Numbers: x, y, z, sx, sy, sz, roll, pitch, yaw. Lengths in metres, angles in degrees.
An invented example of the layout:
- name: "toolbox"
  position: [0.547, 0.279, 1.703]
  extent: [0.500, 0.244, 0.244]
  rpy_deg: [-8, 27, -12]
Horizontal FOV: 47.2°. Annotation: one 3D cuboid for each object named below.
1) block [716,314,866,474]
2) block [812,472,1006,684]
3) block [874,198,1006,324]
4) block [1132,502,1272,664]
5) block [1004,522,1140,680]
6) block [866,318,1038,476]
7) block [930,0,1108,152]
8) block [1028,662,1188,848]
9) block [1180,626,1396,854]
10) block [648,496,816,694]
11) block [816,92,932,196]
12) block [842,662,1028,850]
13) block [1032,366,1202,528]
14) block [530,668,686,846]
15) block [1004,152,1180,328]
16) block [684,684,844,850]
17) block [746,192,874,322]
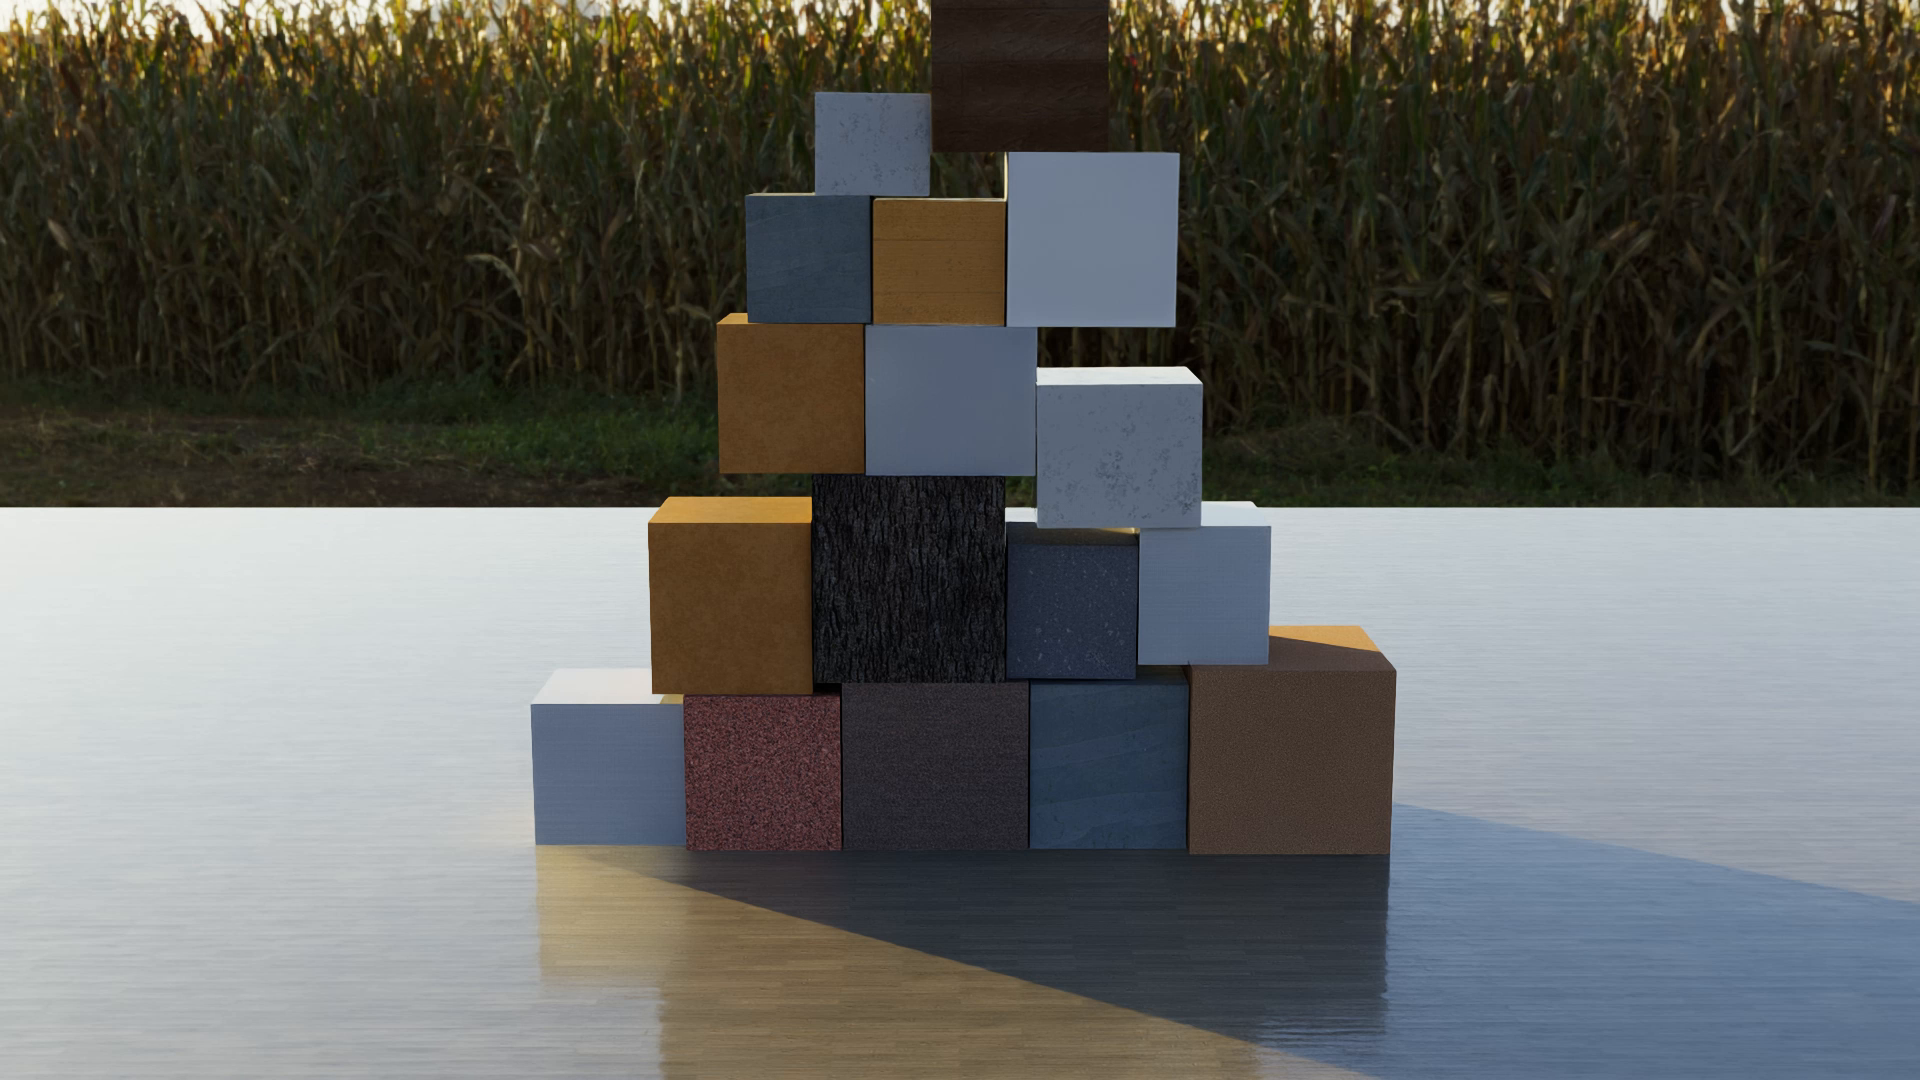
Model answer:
- name: "block"
  position: [-0.825, -0.748, 11.060]
  extent: [0.711, 0.732, 0.676]
  rpy_deg: [0, 10, 0]
- name: "block"
  position: [-0.250, 0.118, 11.217]
  extent: [0.942, 1.028, 0.923]
  rpy_deg: [0, 10, 0]
- name: "block"
  position: [-0.101, -1.391, 10.918]
  extent: [0.637, 0.594, 0.571]
  rpy_deg: [0, 10, 0]
- name: "block"
  position: [1.206, 0.209, 11.211]
  extent: [0.646, 0.699, 0.733]
  rpy_deg: [0, 10, 0]
- name: "block"
  position: [0.557, 0.299, 11.217]
  extent: [0.644, 0.677, 0.661]
  rpy_deg: [1, 10, 0]
- name: "block"
  position: [-0.043, -0.746, 11.061]
  extent: [0.829, 0.725, 0.838]
  rpy_deg: [0, 10, 0]
- name: "block"
  position: [0.284, -2.350, 10.755]
  extent: [0.838, 0.885, 0.747]
  rpy_deg: [-1, 10, 0]
- name: "block"
  position: [0.741, 1.057, 11.390]
  extent: [0.785, 0.844, 0.860]
  rpy_deg: [0, 10, 0]
- name: "block"
  position: [1.643, 1.012, 11.373]
  extent: [0.999, 0.939, 1.021]
  rpy_deg: [0, 10, 0]
- name: "block"
  position: [-1.131, 0.270, 11.238]
  extent: [0.799, 0.866, 0.791]
  rpy_deg: [0, 10, 0]
- name: "block"
  position: [-0.422, -1.949, 10.830]
  extent: [0.550, 0.487, 0.499]
  rpy_deg: [1, 10, 0]
- name: "block"
  position: [-0.122, 1.049, 11.384]
  extent: [0.922, 0.864, 0.906]
  rpy_deg: [0, 10, 0]
- name: "block"
  position: [0.775, -0.477, 11.074]
  extent: [0.800, 0.704, 0.800]
  rpy_deg: [0, 10, 0]
- name: "block"
  position: [-1.761, 1.111, 11.400]
  extent: [0.764, 0.735, 0.748]
  rpy_deg: [0, 10, 0]
- name: "block"
  position: [0.635, -1.506, 10.923]
  extent: [0.813, 0.828, 0.809]
  rpy_deg: [0, 10, 0]
- name: "block"
  position: [-0.981, 1.087, 11.376]
  extent: [0.776, 0.791, 0.881]
  rpy_deg: [0, 10, 0]
- name: "block"
  position: [-0.736, -1.410, 10.942]
  extent: [0.600, 0.613, 0.559]
  rpy_deg: [0, 10, 0]
